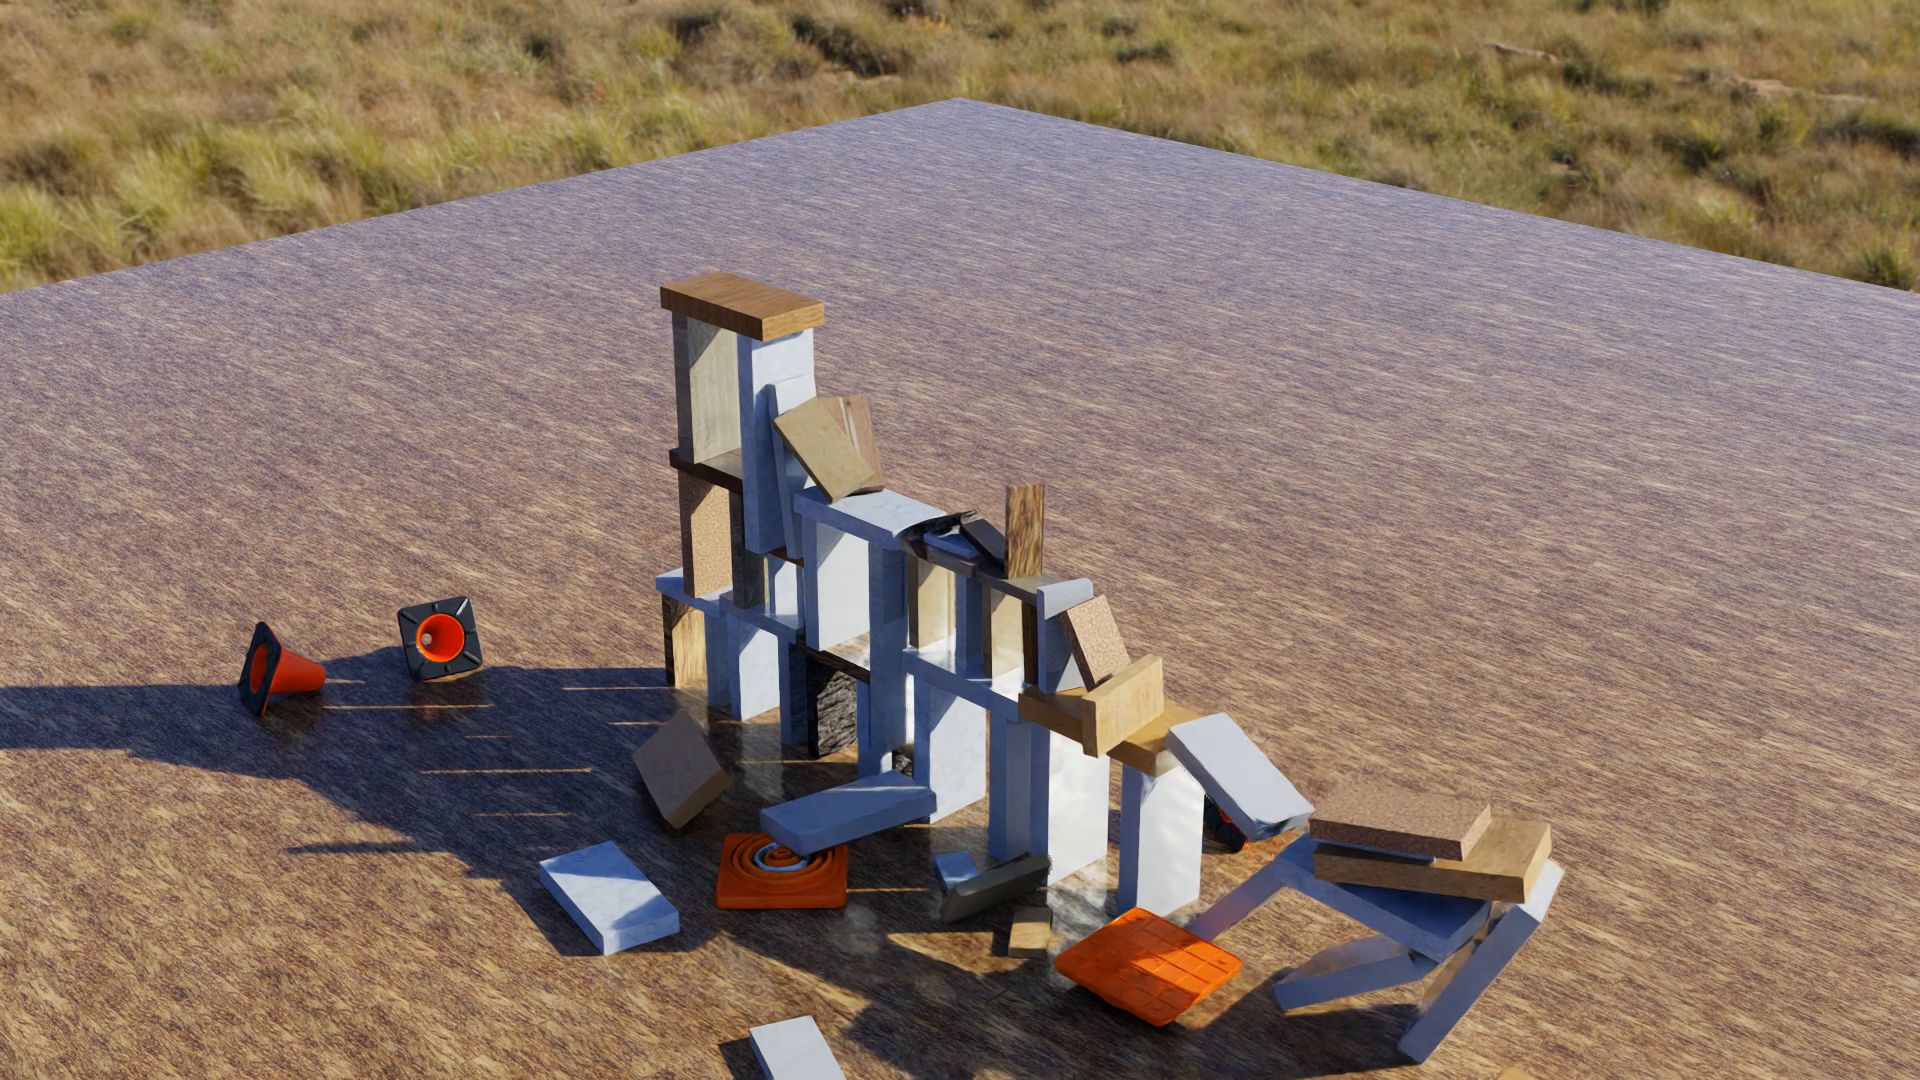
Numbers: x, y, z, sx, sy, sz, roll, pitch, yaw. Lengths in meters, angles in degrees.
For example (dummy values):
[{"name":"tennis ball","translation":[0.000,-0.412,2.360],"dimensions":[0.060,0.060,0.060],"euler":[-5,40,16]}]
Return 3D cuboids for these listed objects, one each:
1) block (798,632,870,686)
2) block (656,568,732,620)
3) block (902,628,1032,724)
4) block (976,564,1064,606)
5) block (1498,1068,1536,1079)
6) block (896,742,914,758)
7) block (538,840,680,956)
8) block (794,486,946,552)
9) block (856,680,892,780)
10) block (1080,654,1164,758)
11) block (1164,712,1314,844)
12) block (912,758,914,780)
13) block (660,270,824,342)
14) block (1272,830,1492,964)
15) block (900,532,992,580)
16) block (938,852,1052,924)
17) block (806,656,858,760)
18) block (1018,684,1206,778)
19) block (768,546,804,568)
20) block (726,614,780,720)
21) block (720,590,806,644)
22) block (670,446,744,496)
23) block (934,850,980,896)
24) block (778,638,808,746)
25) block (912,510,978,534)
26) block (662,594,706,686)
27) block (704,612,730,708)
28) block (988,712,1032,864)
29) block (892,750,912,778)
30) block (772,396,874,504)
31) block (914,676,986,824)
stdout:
[{"name":"block","translation":[-0.214,0.235,4.560],"dimensions":[0.236,0.033,0.118],"euler":[21,31,41]},{"name":"block","translation":[-0.562,0.112,4.882],"dimensions":[0.224,0.032,0.112],"euler":[21,31,40]},{"name":"block","translation":[0.054,0.259,4.281],"dimensions":[0.158,0.045,0.317],"euler":[-21,31,-40]},{"name":"block","translation":[0.115,0.078,4.132],"dimensions":[0.082,0.023,0.164],"euler":[-21,31,-40]},{"name":"block","translation":[0.978,0.956,3.445],"dimensions":[0.349,0.049,0.175],"euler":[18,29,36]},{"name":"block","translation":[-0.099,0.425,4.506],"dimensions":[0.092,0.013,0.046],"euler":[21,31,40]},{"name":"block","translation":[-0.661,0.669,4.130],"dimensions":[0.150,0.043,0.301],"euler":[-14,27,-30]},{"name":"block","translation":[-0.182,-0.057,4.406],"dimensions":[0.146,0.041,0.292],"euler":[-21,31,-41]},{"name":"block","translation":[-0.158,0.381,4.561],"dimensions":[0.033,0.236,0.118],"euler":[21,31,40]},{"name":"block","translation":[0.292,0.295,3.928],"dimensions":[0.031,0.109,0.219],"euler":[12,26,35]},{"name":"block","translation":[0.487,0.413,3.851],"dimensions":[0.131,0.037,0.262],"euler":[-12,44,-33]},{"name":"block","translation":[-0.077,0.482,4.507],"dimensions":[0.013,0.092,0.046],"euler":[21,31,41]},{"name":"block","translation":[-0.448,-0.481,4.505],"dimensions":[0.326,0.046,0.163],"euler":[21,31,41]},{"name":"block","translation":[0.708,0.583,3.693],"dimensions":[0.325,0.046,0.162],"euler":[25,34,33]},{"name":"block","translation":[-0.012,0.020,4.246],"dimensions":[0.099,0.028,0.197],"euler":[-21,31,-40]},{"name":"block","translation":[0.066,0.649,4.102],"dimensions":[0.203,0.102,0.029],"euler":[-15,60,-31]},{"name":"block","translation":[-0.269,0.337,4.664],"dimensions":[0.033,0.236,0.118],"euler":[21,31,40]},{"name":"block","translation":[0.288,0.329,4.052],"dimensions":[0.170,0.048,0.340],"euler":[-21,31,-40]},{"name":"block","translation":[-0.342,0.024,4.604],"dimensions":[0.135,0.019,0.067],"euler":[21,31,41]},{"name":"block","translation":[-0.447,0.260,4.827],"dimensions":[0.035,0.250,0.125],"euler":[21,31,41]},{"name":"block","translation":[-0.388,0.152,4.717],"dimensions":[0.250,0.035,0.125],"euler":[21,31,41]},{"name":"block","translation":[-0.485,-0.158,4.683],"dimensions":[0.262,0.037,0.131],"euler":[21,31,41]},{"name":"block","translation":[-0.002,0.644,4.219],"dimensions":[0.069,0.020,0.138],"euler":[-5,24,-13]},{"name":"block","translation":[-0.329,0.306,4.718],"dimensions":[0.035,0.250,0.125],"euler":[21,31,41]},{"name":"block","translation":[-0.029,-0.035,4.255],"dimensions":[0.120,0.017,0.060],"euler":[-11,6,36]},{"name":"block","translation":[-0.616,0.209,4.980],"dimensions":[0.032,0.224,0.112],"euler":[21,31,41]},{"name":"block","translation":[-0.510,0.251,4.883],"dimensions":[0.032,0.224,0.112],"euler":[21,31,41]},{"name":"block","translation":[0.128,0.455,4.282],"dimensions":[0.045,0.317,0.158],"euler":[21,31,41]},{"name":"block","translation":[-0.121,0.465,4.547],"dimensions":[0.013,0.092,0.046],"euler":[21,31,40]},{"name":"block","translation":[-0.274,-0.181,4.416],"dimensions":[0.103,0.029,0.207],"euler":[-32,74,-21]},{"name":"block","translation":[-0.020,0.396,4.421],"dimensions":[0.045,0.317,0.158],"euler":[21,31,41]}]
